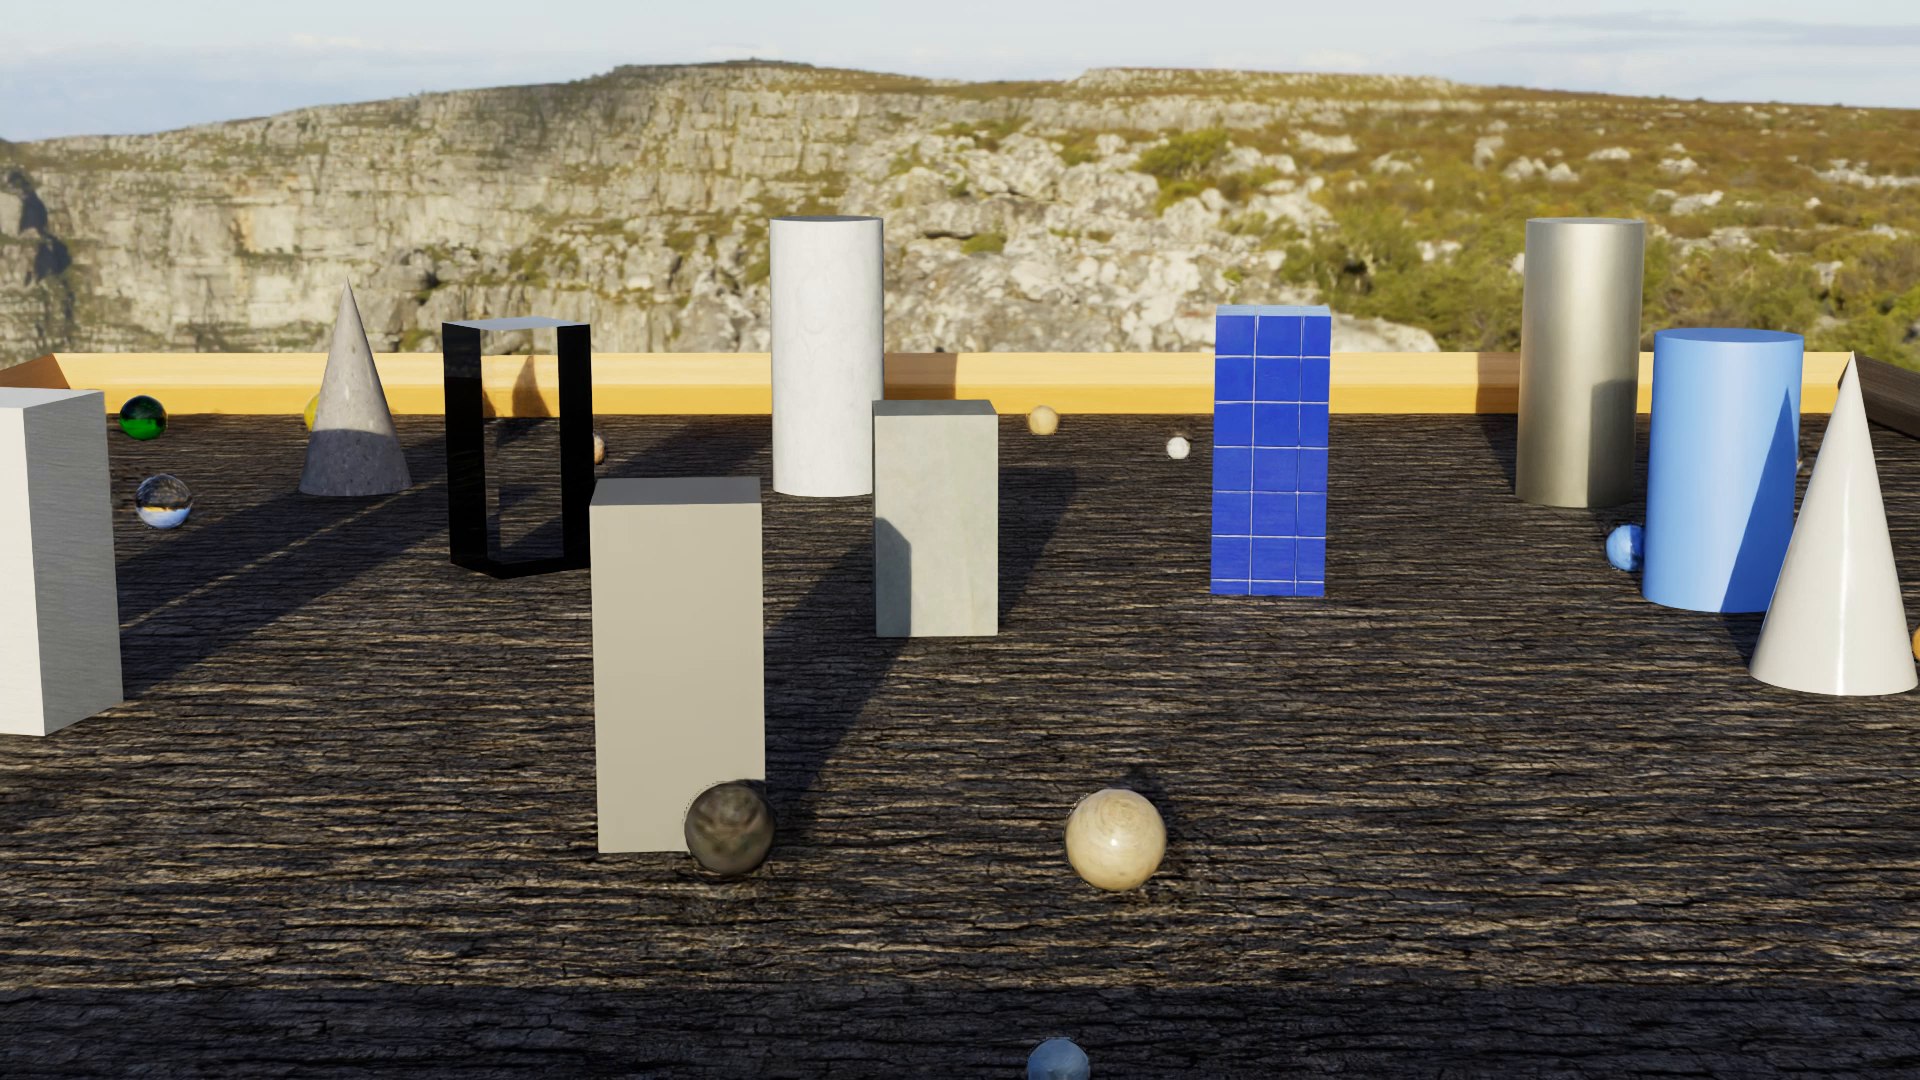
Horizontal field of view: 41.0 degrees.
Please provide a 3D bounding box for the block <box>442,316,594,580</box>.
[{"bbox_3d":[-0.643,-0.139,3.748,0.156,0.357,0.156,-8,13,-38],"label":"block"}]

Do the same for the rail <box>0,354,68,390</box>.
[{"bbox_3d":[-1.871,0.035,3.438,0.045,0.127,3.986,0,11,0],"label":"rail"}]

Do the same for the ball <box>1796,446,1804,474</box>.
[{"bbox_3d":[1.454,-0.143,4.545,0.075,0.075,0.075,0,11,0],"label":"ball"}]

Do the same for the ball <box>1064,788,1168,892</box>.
[{"bbox_3d":[0.139,0.267,2.287,0.092,0.092,0.092,0,11,0],"label":"ball"}]

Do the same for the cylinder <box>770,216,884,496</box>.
[{"bbox_3d":[-0.229,-0.321,4.430,0.195,0.466,0.195,0,11,0],"label":"cylinder"}]

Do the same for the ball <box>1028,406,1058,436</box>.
[{"bbox_3d":[0.166,-0.237,5.092,0.060,0.060,0.060,0,11,0],"label":"ball"}]

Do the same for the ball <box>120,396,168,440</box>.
[{"bbox_3d":[-1.599,-0.239,5.024,0.089,0.089,0.089,0,11,0],"label":"ball"}]

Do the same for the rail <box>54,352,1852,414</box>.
[{"bbox_3d":[-0.011,-0.326,5.385,3.789,0.127,0.045,0,11,0],"label":"rail"}]

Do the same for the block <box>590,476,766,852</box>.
[{"bbox_3d":[-0.267,0.115,2.453,0.156,0.329,0.156,-1,11,-5],"label":"block"}]

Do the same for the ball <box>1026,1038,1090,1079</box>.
[{"bbox_3d":[0.070,0.377,1.823,0.045,0.045,0.045,0,11,0],"label":"ball"}]

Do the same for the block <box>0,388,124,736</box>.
[{"bbox_3d":[-1.062,0.020,2.879,0.156,0.363,0.156,3,11,14],"label":"block"}]

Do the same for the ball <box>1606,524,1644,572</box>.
[{"bbox_3d":[0.974,0.011,3.730,0.068,0.068,0.068,0,11,0],"label":"ball"}]

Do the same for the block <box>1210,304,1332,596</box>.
[{"bbox_3d":[0.436,-0.128,3.606,0.156,0.389,0.156,1,11,6],"label":"block"}]

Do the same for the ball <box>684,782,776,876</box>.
[{"bbox_3d":[-0.208,0.263,2.333,0.084,0.084,0.084,0,11,0],"label":"ball"}]

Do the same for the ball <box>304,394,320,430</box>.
[{"bbox_3d":[-1.250,-0.248,5.070,0.089,0.089,0.089,0,11,0],"label":"ball"}]

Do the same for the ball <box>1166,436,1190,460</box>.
[{"bbox_3d":[0.407,-0.171,4.780,0.044,0.044,0.044,0,11,0],"label":"ball"}]

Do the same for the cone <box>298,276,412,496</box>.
[{"bbox_3d":[-1.055,-0.275,4.446,0.195,0.370,0.195,0,11,0],"label":"cone"}]

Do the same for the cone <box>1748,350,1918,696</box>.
[{"bbox_3d":[1.052,-0.030,3.059,0.195,0.395,0.195,0,11,0],"label":"cone"}]

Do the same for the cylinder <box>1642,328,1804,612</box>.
[{"bbox_3d":[1.044,-0.099,3.515,0.195,0.364,0.195,0,11,0],"label":"cylinder"}]

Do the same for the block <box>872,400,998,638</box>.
[{"bbox_3d":[-0.034,-0.031,3.360,0.156,0.287,0.156,-1,11,-3],"label":"block"}]

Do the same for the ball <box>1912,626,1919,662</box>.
[{"bbox_3d":[1.161,0.124,3.046,0.059,0.059,0.059,0,11,0],"label":"ball"}]

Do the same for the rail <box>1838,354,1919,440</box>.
[{"bbox_3d":[1.871,0.031,3.460,0.045,0.127,3.986,0,11,0],"label":"rail"}]

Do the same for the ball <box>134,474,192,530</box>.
[{"bbox_3d":[-1.263,-0.060,4.065,0.087,0.087,0.087,0,11,0],"label":"ball"}]

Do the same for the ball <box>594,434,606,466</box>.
[{"bbox_3d":[-0.680,-0.165,4.702,0.060,0.060,0.060,0,11,0],"label":"ball"}]

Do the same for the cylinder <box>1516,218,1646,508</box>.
[{"bbox_3d":[1.044,-0.303,4.325,0.195,0.469,0.195,0,11,0],"label":"cylinder"}]
